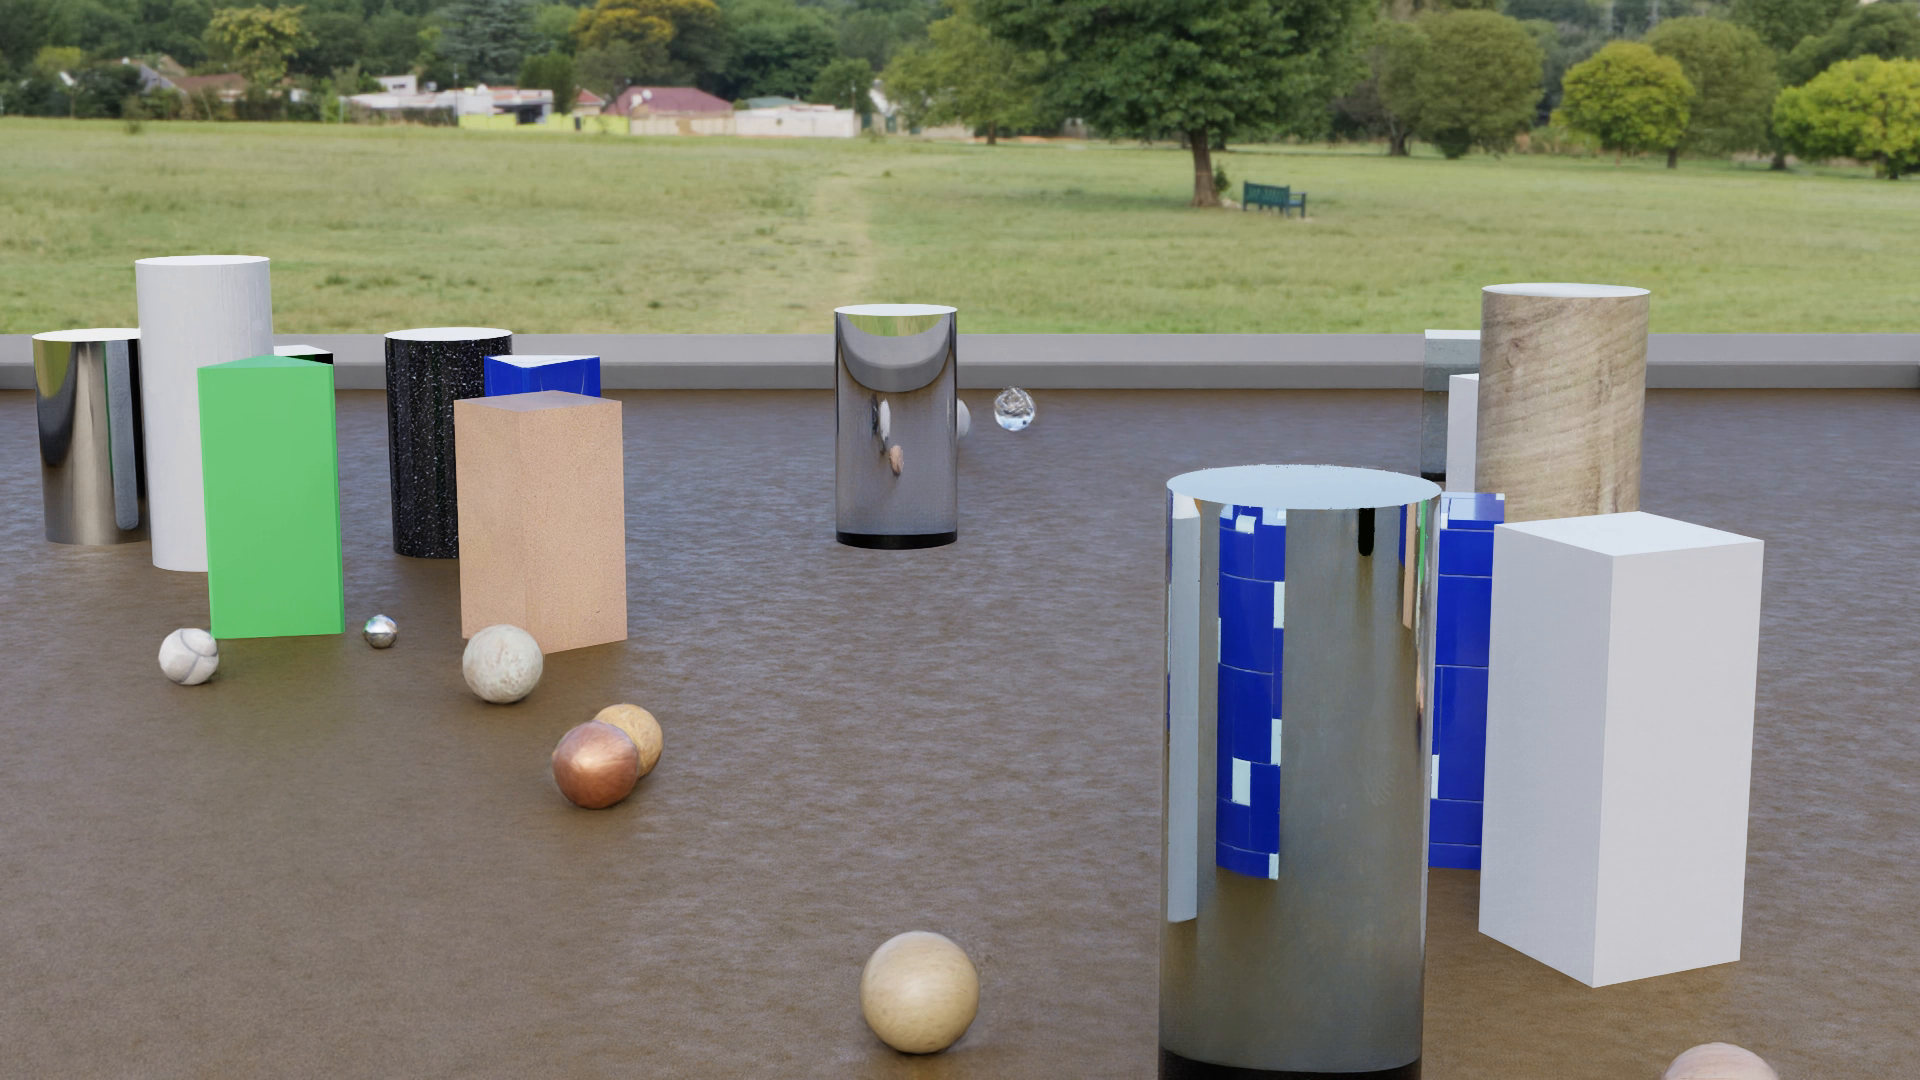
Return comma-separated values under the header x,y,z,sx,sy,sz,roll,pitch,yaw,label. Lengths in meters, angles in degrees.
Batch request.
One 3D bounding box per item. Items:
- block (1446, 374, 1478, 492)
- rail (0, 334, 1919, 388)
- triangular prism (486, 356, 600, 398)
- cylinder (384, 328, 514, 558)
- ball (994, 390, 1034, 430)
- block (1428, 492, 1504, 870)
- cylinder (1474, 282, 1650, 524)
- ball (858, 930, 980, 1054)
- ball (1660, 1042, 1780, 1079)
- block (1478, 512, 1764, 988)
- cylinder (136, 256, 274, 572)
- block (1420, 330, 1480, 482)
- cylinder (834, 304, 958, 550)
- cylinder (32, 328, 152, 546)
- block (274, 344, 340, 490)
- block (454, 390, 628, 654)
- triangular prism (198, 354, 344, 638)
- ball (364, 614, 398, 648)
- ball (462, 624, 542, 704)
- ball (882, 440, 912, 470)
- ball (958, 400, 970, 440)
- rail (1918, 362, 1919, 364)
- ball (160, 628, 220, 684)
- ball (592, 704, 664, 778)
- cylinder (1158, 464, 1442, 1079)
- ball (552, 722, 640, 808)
x,y,z,sx,sy,sz,roll,pitch,yaw,label
0.848,-0.120,3.902,0.150,0.255,0.150,-5,12,-27,block
-0.013,-0.398,5.752,4.411,0.122,0.045,0,11,0,rail
-0.620,-0.105,3.676,0.141,0.310,0.163,6,12,30,triangular prism
-0.765,-0.149,3.868,0.188,0.325,0.188,0,11,0,cylinder
0.108,-0.260,5.125,0.082,0.082,0.082,0,11,0,ball
0.426,0.126,2.398,0.150,0.324,0.150,2,11,12,block
0.692,-0.056,2.976,0.188,0.469,0.188,0,11,0,cylinder
-0.030,0.336,1.908,0.090,0.090,0.090,0,11,0,ball
0.505,0.377,1.701,0.086,0.086,0.086,0,11,0,ball
0.540,0.166,2.110,0.150,0.350,0.150,-5,12,-25,block
-1.098,-0.189,3.762,0.188,0.442,0.188,0,11,0,cylinder
0.897,-0.238,4.547,0.150,0.252,0.150,2,11,9,block
-0.098,-0.176,3.936,0.188,0.354,0.188,0,11,0,cylinder
-1.328,-0.163,3.977,0.188,0.312,0.188,0,11,0,cylinder
-1.175,-0.208,4.426,0.150,0.236,0.150,-7,12,-31,block
-0.531,-0.025,3.254,0.150,0.306,0.150,-9,14,-41,block
-0.891,-0.060,3.333,0.163,0.347,0.141,-2,11,-12,triangular prism
-0.728,0.115,3.222,0.043,0.043,0.043,0,11,0,ball
-0.525,0.142,2.945,0.091,0.091,0.091,0,11,0,ball
-0.114,-0.153,4.625,0.056,0.056,0.056,0,11,0,ball
-0.027,-0.231,4.940,0.094,0.094,0.094,0,11,0,ball
2.182,0.029,3.462,0.045,0.122,4.732,0,11,0,rail
-0.911,0.137,3.034,0.068,0.068,0.068,0,11,0,ball
-0.344,0.207,2.631,0.079,0.079,0.079,0,11,0,ball
0.236,0.178,1.807,0.188,0.438,0.188,0,11,0,cylinder
-0.360,0.222,2.533,0.086,0.086,0.086,0,11,0,ball
